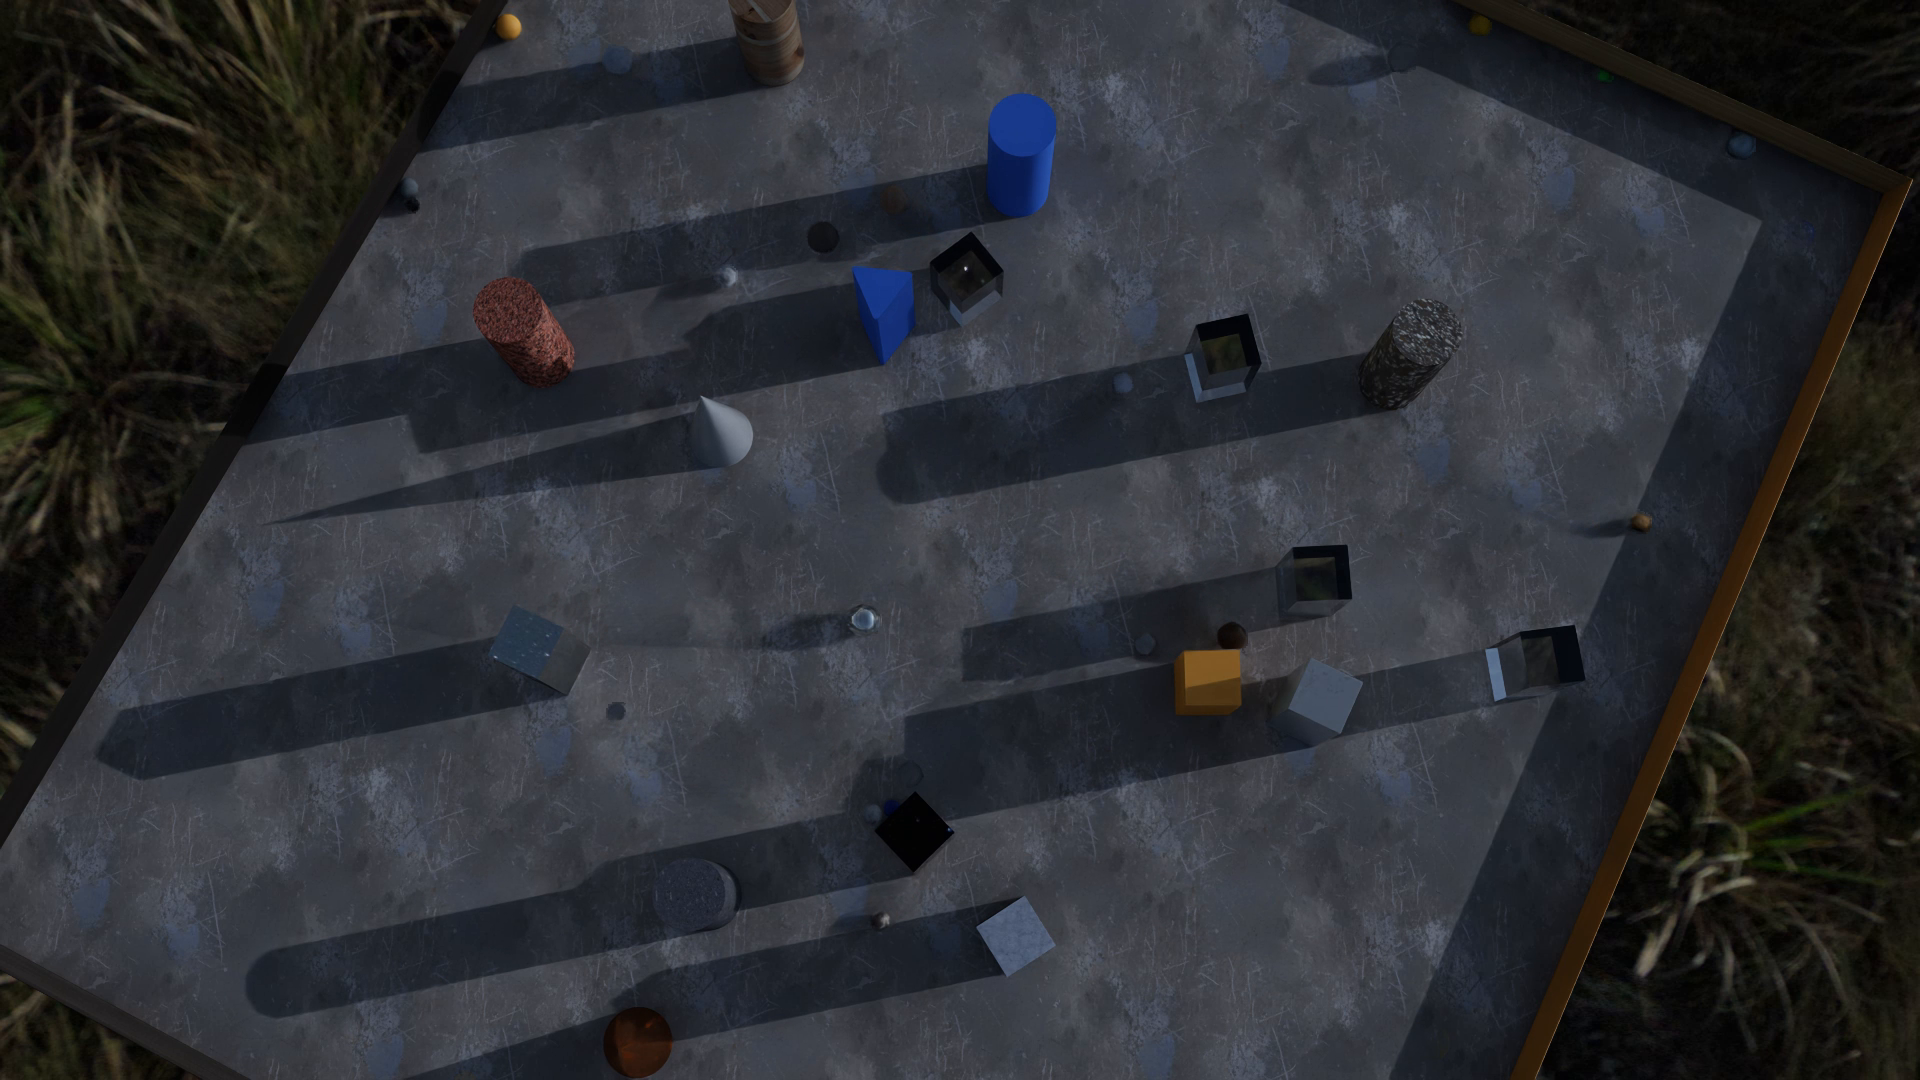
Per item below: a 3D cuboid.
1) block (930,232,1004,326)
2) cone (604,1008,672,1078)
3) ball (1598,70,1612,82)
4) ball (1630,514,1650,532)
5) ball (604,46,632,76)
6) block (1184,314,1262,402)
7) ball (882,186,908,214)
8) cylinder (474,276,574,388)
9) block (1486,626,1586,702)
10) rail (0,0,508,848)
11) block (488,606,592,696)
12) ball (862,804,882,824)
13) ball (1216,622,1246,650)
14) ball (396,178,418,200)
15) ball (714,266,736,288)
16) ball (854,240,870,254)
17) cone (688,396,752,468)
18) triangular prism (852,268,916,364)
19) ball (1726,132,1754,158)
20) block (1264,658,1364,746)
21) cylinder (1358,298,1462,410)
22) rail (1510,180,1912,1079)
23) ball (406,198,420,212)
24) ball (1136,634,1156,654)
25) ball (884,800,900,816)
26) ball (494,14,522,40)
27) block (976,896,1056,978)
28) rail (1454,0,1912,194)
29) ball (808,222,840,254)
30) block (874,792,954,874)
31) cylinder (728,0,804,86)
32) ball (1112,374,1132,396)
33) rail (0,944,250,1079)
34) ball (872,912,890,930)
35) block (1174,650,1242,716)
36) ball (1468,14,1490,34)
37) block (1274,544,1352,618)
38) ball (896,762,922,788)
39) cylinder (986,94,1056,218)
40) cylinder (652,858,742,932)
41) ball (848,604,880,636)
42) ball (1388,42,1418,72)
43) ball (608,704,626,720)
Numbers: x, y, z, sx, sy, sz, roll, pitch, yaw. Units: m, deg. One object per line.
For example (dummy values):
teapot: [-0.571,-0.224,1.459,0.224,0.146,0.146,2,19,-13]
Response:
block: [0.021,-0.802,5.657,0.160,0.246,0.160,-37,81,-7]
cone: [-0.934,1.426,5.163,0.200,0.310,0.200,0,78,0]
ball: [2.077,-1.496,5.905,0.042,0.042,0.042,0,78,0]
ball: [2.079,-0.054,5.600,0.054,0.054,0.054,0,78,0]
ball: [-1.099,-1.542,5.888,0.093,0.093,0.093,0,78,0]
block: [0.797,-0.551,5.579,0.160,0.297,0.160,-12,79,-3]
ball: [-0.205,-1.074,5.795,0.087,0.087,0.087,0,78,0]
cylinder: [-1.305,-0.618,5.512,0.200,0.456,0.200,0,78,0]
block: [1.679,0.364,5.364,0.160,0.348,0.160,-7,78,-1]
rail: [-1.901,-0.924,5.741,0.045,0.130,4.705,26,80,5]
block: [-1.221,0.326,5.347,0.160,0.397,0.160,24,79,5]
ball: [-0.259,0.812,5.418,0.060,0.060,0.060,0,78,0]
ball: [0.817,0.292,5.511,0.089,0.089,0.089,0,78,0]
ball: [-1.754,-1.114,5.814,0.066,0.066,0.066,0,78,0]
ball: [-0.736,-0.825,5.752,0.069,0.069,0.069,0,78,0]
ball: [-0.310,-0.924,5.784,0.046,0.046,0.046,0,78,0]
cone: [-0.742,-0.367,5.463,0.200,0.450,0.200,0,78,0]
triangular prism: [-0.252,-0.704,5.535,0.150,0.446,0.173,36,81,7]
ball: [2.482,-1.258,5.834,0.084,0.084,0.084,0,78,0]
block: [1.022,0.475,5.315,0.160,0.398,0.160,26,79,5]
cylinder: [1.341,-0.550,5.491,0.200,0.470,0.200,0,78,0]
rail: [1.901,0.938,5.355,0.045,0.130,4.705,26,80,5]
ball: [-1.736,-1.061,5.815,0.041,0.041,0.041,0,78,0]
ball: [0.558,0.313,5.521,0.060,0.060,0.060,0,78,0]
ball: [-0.200,0.796,5.425,0.053,0.053,0.053,0,78,0]
ball: [-1.459,-1.656,5.917,0.084,0.084,0.084,0,78,0]
block: [0.154,1.126,5.213,0.160,0.334,0.160,-32,80,-6]
rail: [1.041,-2.033,5.970,4.298,0.130,0.045,26,80,5]
ball: [-0.429,-0.949,5.762,0.100,0.100,0.100,0,78,0]
block: [-0.128,0.849,5.292,0.160,0.291,0.160,-43,82,-8]
cylinder: [-0.602,-1.605,5.728,0.200,0.432,0.200,0,78,0]
ball: [0.501,-0.482,5.683,0.065,0.065,0.065,0,78,0]
rail: [-1.041,2.047,5.126,4.298,0.130,0.045,26,80,5]
ball: [-0.231,1.114,5.360,0.052,0.052,0.052,0,78,0]
block: [0.727,0.422,5.399,0.160,0.256,0.160,0,78,0]
ball: [1.679,-1.668,5.928,0.066,0.066,0.066,0,78,0]
block: [1.046,0.126,5.437,0.160,0.301,0.160,-3,78,-1]
ball: [-0.149,0.697,5.433,0.077,0.077,0.077,0,78,0]
cylinder: [0.184,-1.172,5.617,0.200,0.474,0.200,0,78,0]
cylinder: [-0.743,1.010,5.209,0.200,0.389,0.200,0,78,0]
ball: [-0.291,0.241,5.518,0.096,0.096,0.096,0,78,0]
ball: [1.423,-1.554,5.891,0.093,0.093,0.093,0,78,0]
ball: [-1.026,0.515,5.484,0.052,0.052,0.052,0,78,0]
